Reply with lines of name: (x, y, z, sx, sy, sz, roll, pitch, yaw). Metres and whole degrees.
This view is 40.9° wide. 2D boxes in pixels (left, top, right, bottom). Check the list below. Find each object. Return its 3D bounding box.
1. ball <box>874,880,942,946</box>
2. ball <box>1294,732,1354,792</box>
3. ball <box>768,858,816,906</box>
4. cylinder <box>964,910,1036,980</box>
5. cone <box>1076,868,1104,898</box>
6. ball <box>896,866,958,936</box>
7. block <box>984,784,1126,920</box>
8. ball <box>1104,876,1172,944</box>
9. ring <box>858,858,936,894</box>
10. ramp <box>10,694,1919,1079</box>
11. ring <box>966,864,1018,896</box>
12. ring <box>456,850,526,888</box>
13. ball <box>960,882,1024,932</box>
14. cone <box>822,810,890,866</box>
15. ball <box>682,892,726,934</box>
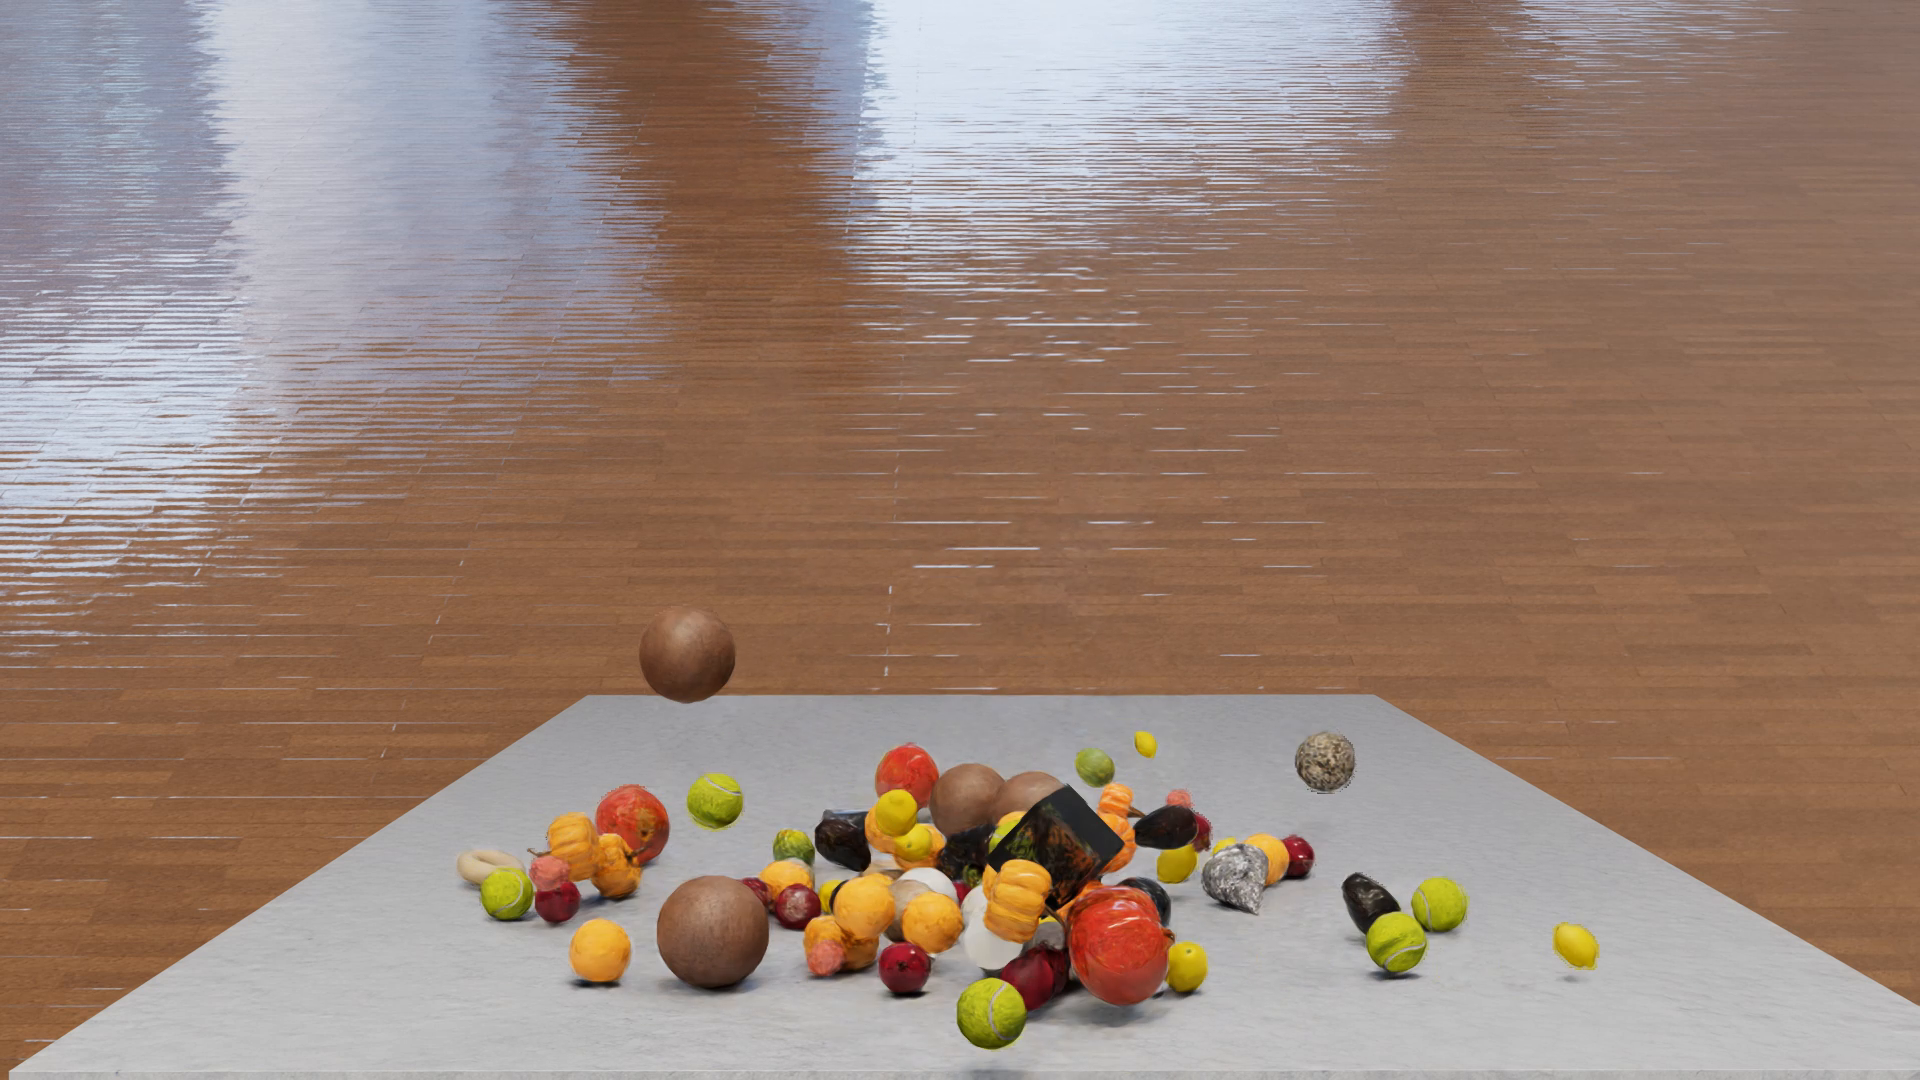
ball: (-0.063, 0.451, 3.122, 0.081, 0.081, 0.081, 0, 25, 0)
ball: (0.586, 0.356, 4.142, 0.095, 0.095, 0.095, 0, 25, 0)
ball: (-0.228, 0.462, 3.482, 0.065, 0.065, 0.065, 0, 25, 0)
cylinder: (0.047, 0.468, 2.970, 0.070, 0.070, 0.070, 8, -18, 16)
cone: (0.140, 0.446, 3.505, 0.084, 0.084, 0.084, 13, 0, 27)
ball: (-0.046, 0.457, 3.257, 0.087, 0.087, 0.087, 0, 25, 0)
block: (0.107, 0.349, 2.890, 0.094, 0.094, 0.094, 46, 23, 12)
ball: (0.222, 0.461, 3.209, 0.084, 0.084, 0.084, 0, 25, 0)
ring: (-0.085, 0.471, 3.602, 0.115, 0.038, 0.115, 1, 4, 0)
ramp: (0.056, 0.509, 4.552, 2.000, 0.100, 4.000, 0, 2, 0)
ring: (0.060, 0.473, 3.579, 0.104, 0.035, 0.104, -3, 5, 0)
ring: (-0.664, 0.465, 3.646, 0.098, 0.033, 0.098, 12, 9, -2)
ball: (0.039, 0.464, 3.195, 0.079, 0.079, 0.079, 0, 25, 0)
cone: (-0.139, 0.420, 3.803, 0.092, 0.092, 0.092, -27, 35, -28)
ball: (-0.325, 0.474, 3.275, 0.054, 0.054, 0.054, 0, 25, 0)
